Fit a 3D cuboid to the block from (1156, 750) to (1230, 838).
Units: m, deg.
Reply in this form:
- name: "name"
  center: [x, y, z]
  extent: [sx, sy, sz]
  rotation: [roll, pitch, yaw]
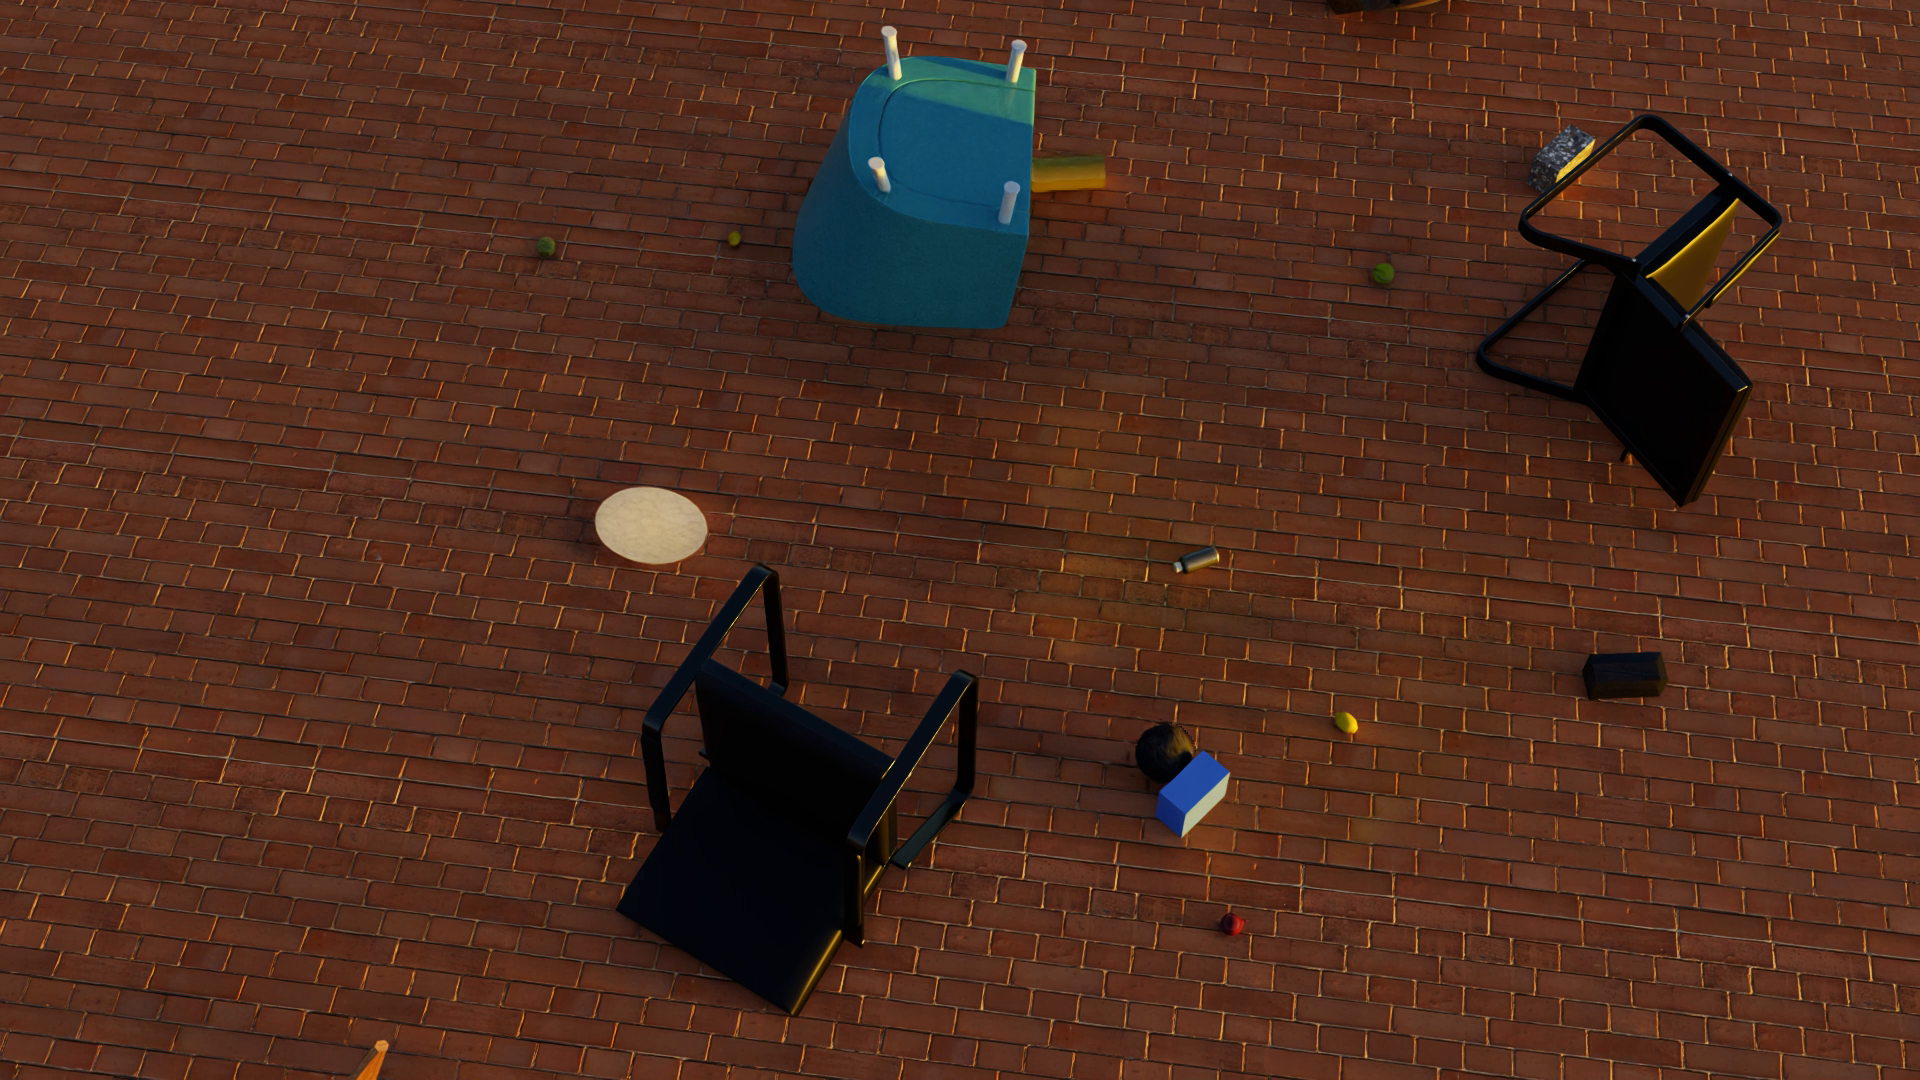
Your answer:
- name: "block"
  center: [0.636, 0.695, 6.021]
  extent: [0.096, 0.143, 0.181]
  rotation: [40, 65, 23]

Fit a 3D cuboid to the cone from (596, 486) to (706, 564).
- name: "cone"
  center: [-0.927, -0.084, 6.564]
  extent: [0.331, 0.244, 0.212]
  rotation: [11, 21, -15]

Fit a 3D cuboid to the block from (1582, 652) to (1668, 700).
- name: "block"
  center: [1.892, 0.386, 6.258]
  extent: [0.205, 0.094, 0.093]
  rotation: [-2, 56, -2]

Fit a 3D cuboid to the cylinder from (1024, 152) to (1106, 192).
- name: "cylinder"
  center: [0.350, -1.225, 7.328]
  extent: [0.256, 0.113, 0.116]
  rotation: [-4, 51, -3]

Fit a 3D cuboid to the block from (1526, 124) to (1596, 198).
- name: "block"
  center: [2.007, -1.266, 7.347]
  extent: [0.099, 0.127, 0.209]
  rotation: [39, 64, 23]

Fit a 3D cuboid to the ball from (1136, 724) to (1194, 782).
- name: "ball"
  center: [0.566, 0.589, 6.083]
  extent: [0.158, 0.158, 0.158]
  rotation: [0, 56, 0]
